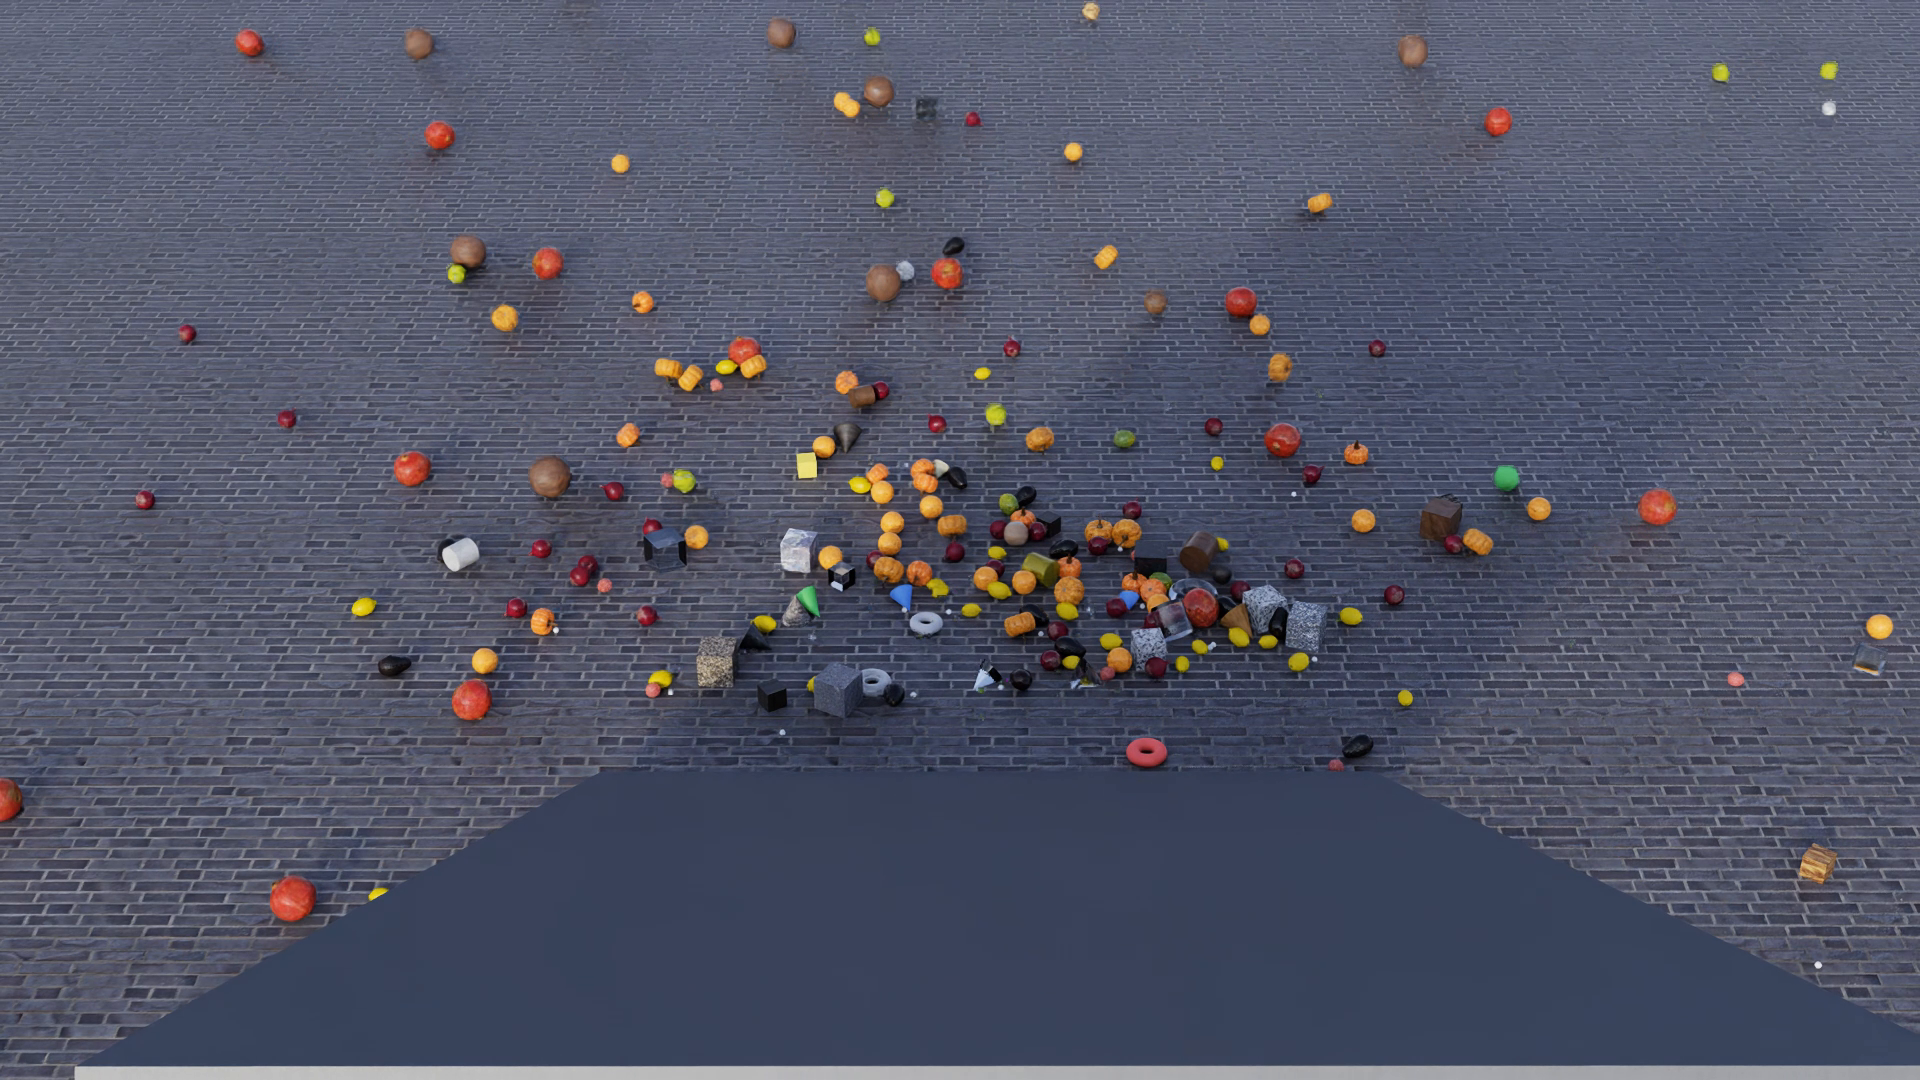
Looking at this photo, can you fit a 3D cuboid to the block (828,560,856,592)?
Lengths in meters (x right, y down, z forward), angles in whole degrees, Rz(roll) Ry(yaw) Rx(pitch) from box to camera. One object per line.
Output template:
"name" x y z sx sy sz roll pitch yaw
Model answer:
"block" -0.348 0.106 7.615 0.056 0.056 0.056 25 39 34

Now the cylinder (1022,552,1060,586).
"cylinder" 0.238 0.086 7.624 0.081 0.081 0.081 24 39 33

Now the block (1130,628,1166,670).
"block" 0.528 0.306 7.269 0.083 0.083 0.083 -5 32 -7

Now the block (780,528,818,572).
"block" -0.477 0.032 7.704 0.089 0.089 0.089 8 33 12

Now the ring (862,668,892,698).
"ring" -0.244 0.395 7.171 0.110 0.037 0.110 0 33 0

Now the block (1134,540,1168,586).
"block" 0.562 0.067 7.641 0.095 0.095 0.095 2 32 4

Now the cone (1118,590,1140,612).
"cone" 0.488 0.188 7.512 0.060 0.060 0.060 4 59 7

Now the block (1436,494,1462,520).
"block" 1.490 -0.093 7.927 0.065 0.065 0.065 -13 34 -20

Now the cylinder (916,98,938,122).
"cylinder" -0.135 -1.752 10.564 0.092 0.092 0.092 1 32 1

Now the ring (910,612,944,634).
"ring" -0.097 0.239 7.426 0.097 0.032 0.097 0 31 0

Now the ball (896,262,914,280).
"ball" -0.197 -0.967 9.326 0.068 0.068 0.068 0 32 0

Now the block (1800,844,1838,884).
"block" 2.146 0.810 6.480 0.062 0.062 0.062 24 39 33

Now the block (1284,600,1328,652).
"block" 0.983 0.245 7.355 0.096 0.096 0.096 11 33 17

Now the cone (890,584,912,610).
"cone" -0.158 0.178 7.522 0.071 0.071 0.071 -13 61 -20

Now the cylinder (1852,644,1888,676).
"cylinder" 2.539 0.334 7.234 0.073 0.073 0.073 19 37 29

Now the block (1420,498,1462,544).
"block" 1.455 -0.059 7.848 0.091 0.091 0.091 17 36 26

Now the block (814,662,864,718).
"block" -0.332 0.410 7.088 0.097 0.097 0.097 16 35 24

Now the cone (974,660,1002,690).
"cone" 0.063 0.388 7.183 0.078 0.078 0.078 -45 48 -14

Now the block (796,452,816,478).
"block" -0.483 -0.235 8.163 0.056 0.056 0.056 -5 32 -8

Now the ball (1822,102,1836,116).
"ball" 3.562 -1.767 10.622 0.056 0.056 0.056 0 32 0

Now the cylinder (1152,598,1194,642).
"cylinder" 0.602 0.228 7.347 0.095 0.095 0.095 -14 76 -21

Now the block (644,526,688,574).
"block" -0.876 0.032 7.700 0.092 0.092 0.092 -19 37 -28

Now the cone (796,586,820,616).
"cone" -0.429 0.192 7.494 0.085 0.085 0.085 -25 67 -34

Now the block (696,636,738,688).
"block" -0.673 0.339 7.202 0.099 0.099 0.099 2 32 4

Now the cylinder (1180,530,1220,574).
"cylinder" 0.711 0.035 7.695 0.093 0.093 0.093 13 34 19

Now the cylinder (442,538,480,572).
"cylinder" -1.482 0.043 7.697 0.077 0.077 0.077 25 40 34

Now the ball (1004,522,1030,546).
"ball" 0.170 -0.019 7.796 0.077 0.077 0.077 0 32 0

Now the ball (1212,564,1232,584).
"ball" 0.770 0.101 7.620 0.059 0.059 0.059 0 32 0

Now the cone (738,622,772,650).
"cone" -0.569 0.289 7.338 0.087 0.087 0.087 30 34 -3

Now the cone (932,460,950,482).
"cone" -0.072 -0.208 8.146 0.064 0.064 0.064 17 62 25

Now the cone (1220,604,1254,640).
"cone" 0.808 0.248 7.399 0.097 0.097 0.097 -24 66 -33

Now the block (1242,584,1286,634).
"block" 0.873 0.198 7.435 0.090 0.090 0.090 -15 35 -23

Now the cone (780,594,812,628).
"cone" -0.472 0.192 7.447 0.088 0.088 0.088 0 32 0

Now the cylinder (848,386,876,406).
"cylinder" -0.324 -0.474 8.535 0.067 0.067 0.067 -6 30 -35

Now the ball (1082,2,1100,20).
"ball" 0.585 -2.354 11.543 0.079 0.079 0.079 0 32 0

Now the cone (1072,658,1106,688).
"cone" 0.368 0.385 7.183 0.089 0.089 0.089 21 28 -17

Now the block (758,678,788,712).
"block" -0.515 0.426 7.100 0.059 0.059 0.059 -19 36 -27

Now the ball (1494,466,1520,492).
"ball" 1.702 -0.190 8.070 0.077 0.077 0.077 0 32 0

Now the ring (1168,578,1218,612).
"ring" 0.678 0.161 7.536 0.144 0.048 0.144 1 33 -1

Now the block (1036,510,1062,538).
"block" 0.269 -0.047 7.864 0.054 0.054 0.054 24 39 33

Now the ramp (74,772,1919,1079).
"ramp" 0.071 0.626 4.716 2.000 0.100 4.000 0 -1 0

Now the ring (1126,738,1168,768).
"ring" 0.497 0.566 6.897 0.110 0.037 0.110 -1 31 1

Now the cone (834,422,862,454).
"cone" -0.364 -0.311 8.299 0.093 0.093 0.093 1 59 2

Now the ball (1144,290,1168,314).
"ball" 0.687 -0.835 9.099 0.085 0.085 0.085 0 32 0
